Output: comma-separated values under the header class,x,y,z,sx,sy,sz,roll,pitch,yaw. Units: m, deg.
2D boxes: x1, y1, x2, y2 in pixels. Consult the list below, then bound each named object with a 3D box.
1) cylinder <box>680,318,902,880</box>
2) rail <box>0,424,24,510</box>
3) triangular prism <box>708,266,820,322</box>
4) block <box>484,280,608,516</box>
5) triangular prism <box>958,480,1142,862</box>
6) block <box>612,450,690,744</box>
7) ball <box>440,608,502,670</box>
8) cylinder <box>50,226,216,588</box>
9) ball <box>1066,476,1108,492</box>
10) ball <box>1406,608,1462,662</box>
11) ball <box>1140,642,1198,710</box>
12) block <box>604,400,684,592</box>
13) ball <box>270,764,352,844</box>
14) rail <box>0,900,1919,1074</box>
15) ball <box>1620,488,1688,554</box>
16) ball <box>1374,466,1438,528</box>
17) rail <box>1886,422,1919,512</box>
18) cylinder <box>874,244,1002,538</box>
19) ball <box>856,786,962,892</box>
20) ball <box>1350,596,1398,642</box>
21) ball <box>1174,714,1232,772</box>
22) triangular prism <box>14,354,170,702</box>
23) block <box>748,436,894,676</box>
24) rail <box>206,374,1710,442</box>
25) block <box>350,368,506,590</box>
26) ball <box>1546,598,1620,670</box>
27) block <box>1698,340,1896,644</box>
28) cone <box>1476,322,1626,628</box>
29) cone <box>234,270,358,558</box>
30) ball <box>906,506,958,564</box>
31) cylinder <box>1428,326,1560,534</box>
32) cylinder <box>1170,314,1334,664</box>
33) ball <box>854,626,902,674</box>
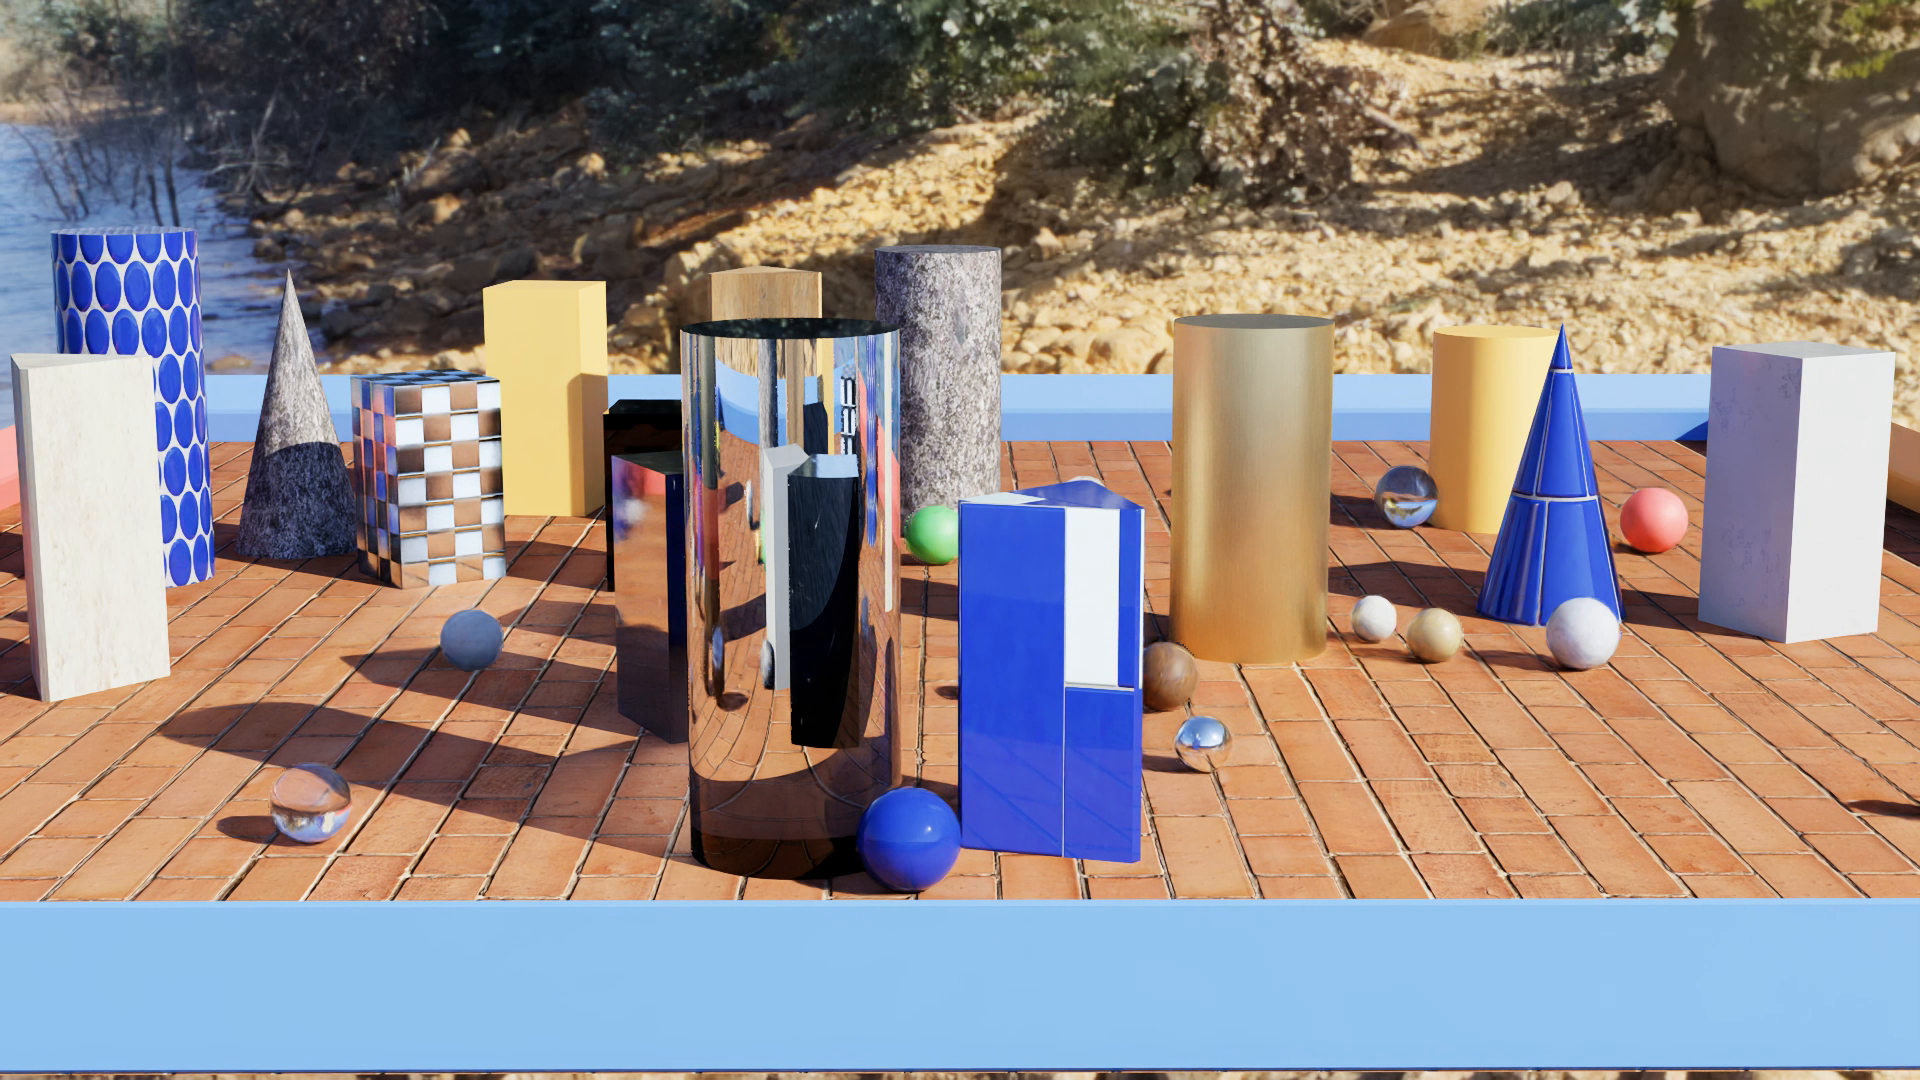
class,x,y,z,sx,sy,sz,roll,pitch,yaw
cylinder,-0.154,0.049,2.377,0.199,0.491,0.199,0,10,0
rail,-1.564,0.035,3.440,0.045,0.129,3.217,0,10,0
triangular prism,-0.313,-0.224,4.071,0.172,0.410,0.149,-2,11,-8
block,-0.682,-0.237,4.253,0.159,0.371,0.159,1,11,8
triangular prism,0.102,0.118,2.440,0.172,0.332,0.149,3,11,16
block,-0.282,0.057,2.869,0.159,0.296,0.159,-6,12,-28
ball,-0.596,0.121,3.128,0.075,0.075,0.075,0,10,0
cylinder,-1.178,-0.192,3.659,0.199,0.497,0.199,0,10,0
ball,0.200,-0.063,4.112,0.081,0.081,0.081,0,10,0
ball,0.586,0.117,3.169,0.067,0.067,0.067,0,10,0
ball,0.233,0.156,2.933,0.079,0.079,0.079,0,10,0
block,-0.413,-0.065,3.650,0.159,0.252,0.159,0,10,1
ball,-0.615,0.249,2.434,0.076,0.076,0.076,0,10,0
rail,0.009,0.321,1.891,3.176,0.129,0.045,0,10,0
ball,1.049,-0.030,3.879,0.099,0.099,0.099,0,10,0
ball,0.712,-0.069,4.091,0.100,0.100,0.100,0,10,0
rail,1.564,0.032,3.458,0.045,0.129,3.217,0,10,0
cylinder,-0.035,-0.237,4.049,0.199,0.444,0.199,0,10,0
ball,-0.045,0.267,2.290,0.094,0.094,0.094,0,10,0
ball,0.529,0.101,3.282,0.059,0.059,0.059,0,10,0
ball,0.254,0.212,2.677,0.060,0.060,0.060,0,10,0
triangular prism,-1.068,-0.023,3.050,0.149,0.388,0.172,8,13,36
block,-0.184,0.016,3.176,0.159,0.265,0.159,3,11,18
rail,-0.009,-0.255,5.007,3.176,0.129,0.045,0,10,0
block,-0.766,-0.091,3.694,0.159,0.287,0.159,-7,13,-35
ball,0.759,0.114,3.130,0.088,0.088,0.088,0,10,0
block,1.088,-0.067,3.346,0.159,0.365,0.159,-5,12,-27
cone,0.795,-0.095,3.421,0.199,0.394,0.199,0,10,0
cone,-1.010,-0.199,3.896,0.199,0.426,0.199,0,10,0
ball,-0.035,-0.007,3.787,0.088,0.088,0.088,0,10,0
cylinder,0.855,-0.180,4.112,0.199,0.309,0.199,0,10,0
cylinder,0.365,-0.069,3.224,0.199,0.414,0.199,0,10,0
ball,-0.099,0.134,3.106,0.058,0.058,0.058,0,10,0
